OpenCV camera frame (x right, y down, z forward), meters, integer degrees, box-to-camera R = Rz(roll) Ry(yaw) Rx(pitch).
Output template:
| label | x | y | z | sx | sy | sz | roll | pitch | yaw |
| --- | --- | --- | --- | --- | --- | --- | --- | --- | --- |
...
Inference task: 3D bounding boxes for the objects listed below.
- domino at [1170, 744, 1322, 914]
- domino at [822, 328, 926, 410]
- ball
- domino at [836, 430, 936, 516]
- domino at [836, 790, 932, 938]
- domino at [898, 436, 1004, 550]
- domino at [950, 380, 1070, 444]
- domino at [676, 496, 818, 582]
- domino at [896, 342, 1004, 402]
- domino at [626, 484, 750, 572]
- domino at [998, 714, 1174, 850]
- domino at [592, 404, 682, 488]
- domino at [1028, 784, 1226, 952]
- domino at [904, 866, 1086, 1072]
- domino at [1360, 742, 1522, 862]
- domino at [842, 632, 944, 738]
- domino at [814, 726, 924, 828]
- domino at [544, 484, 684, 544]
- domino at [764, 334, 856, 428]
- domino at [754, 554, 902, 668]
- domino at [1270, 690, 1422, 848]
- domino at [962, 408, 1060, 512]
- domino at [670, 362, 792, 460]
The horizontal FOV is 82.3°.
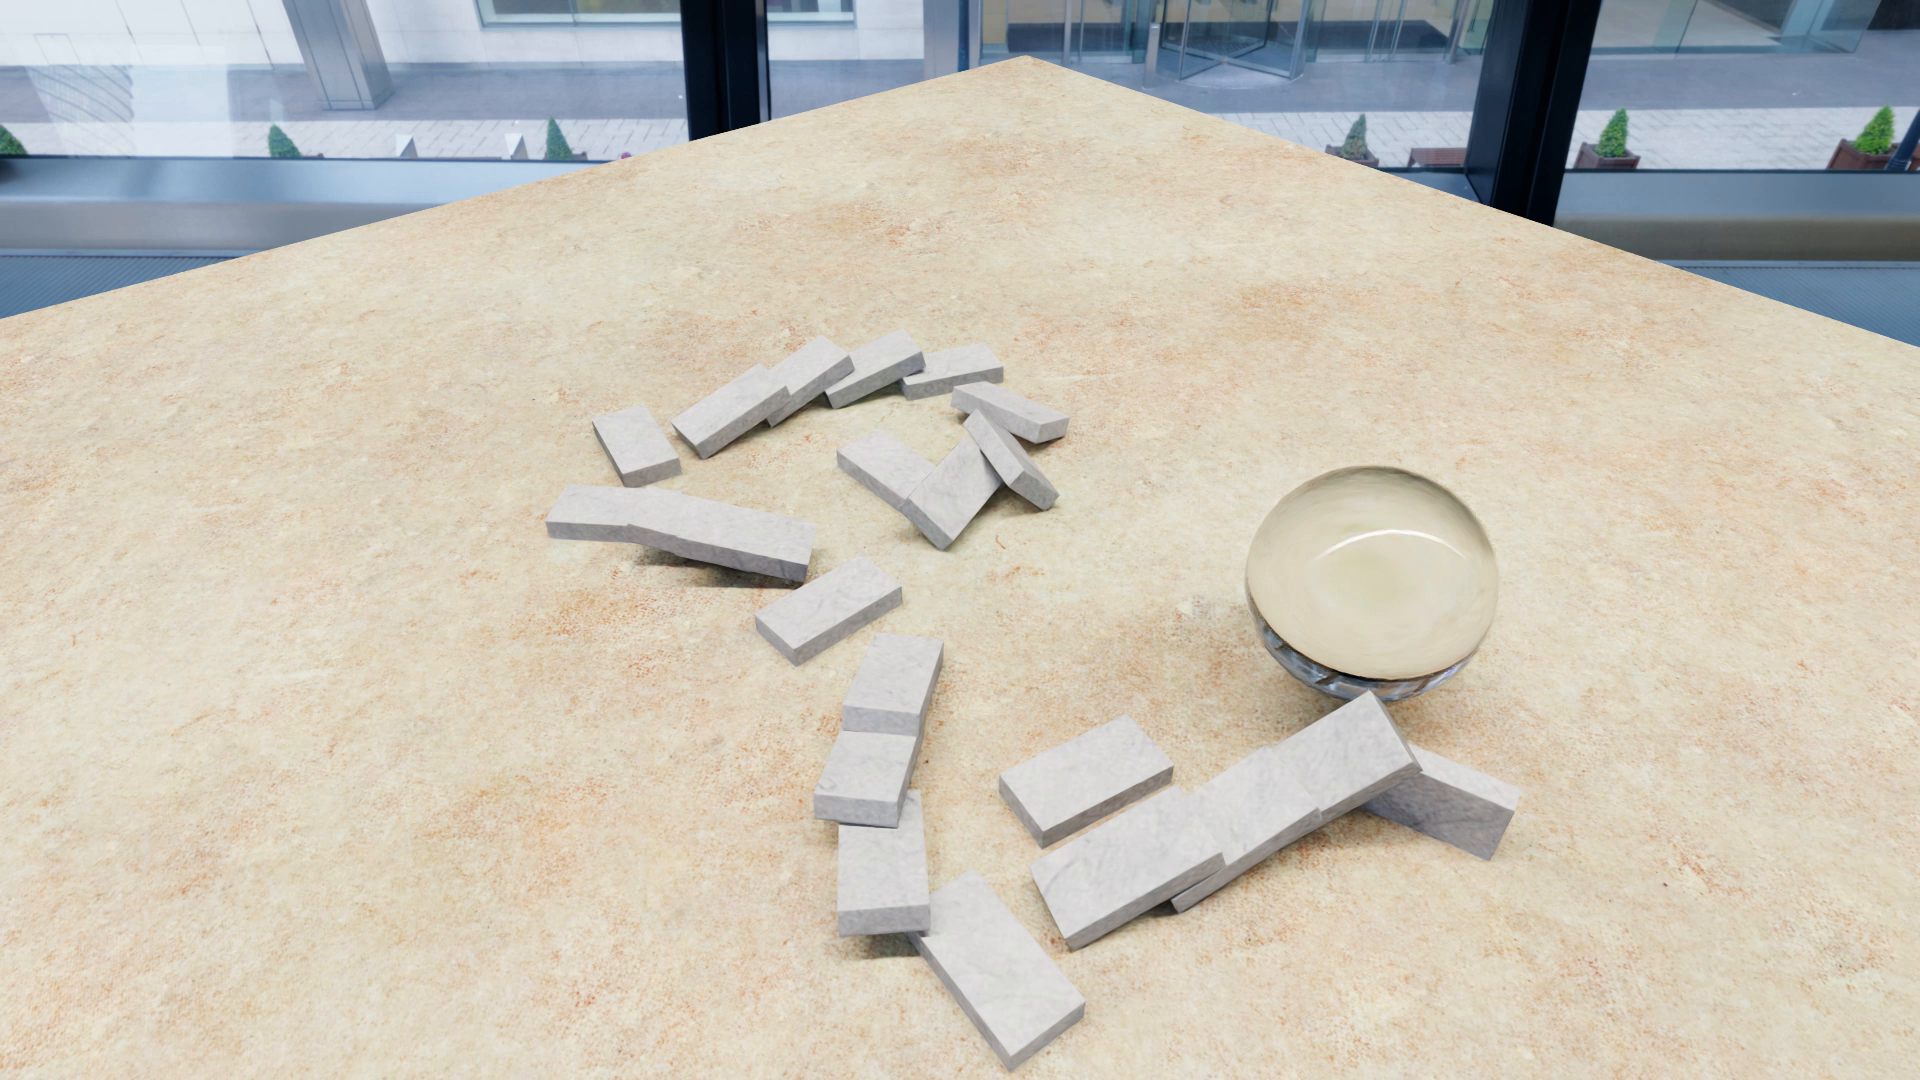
| label | x | y | z | sx | sy | sz | roll | pitch | yaw |
| --- | --- | --- | --- | --- | --- | --- | --- | --- | --- |
| domino | 0.078 | 0.085 | 0.325 | 0.050 | 0.010 | 0.025 | -32 | 45 | -2 |
| domino | -0.044 | -0.084 | 0.536 | 0.050 | 0.009 | 0.025 | -27 | 44 | -8 |
| ball | 0.137 | 0.015 | 0.370 | 0.080 | 0.080 | 0.080 | 0 | 39 | 0 |
| domino | -0.029 | -0.029 | 0.479 | 0.025 | 0.010 | 0.050 | -29 | 48 | -31 |
| domino | -0.023 | 0.093 | 0.320 | 0.025 | 0.010 | 0.050 | -3 | 24 | -4 |
| domino | -0.002 | -0.020 | 0.458 | 0.025 | 0.010 | 0.050 | 44 | 47 | -4 |
| domino | 0.023 | -0.060 | 0.511 | 0.050 | 0.009 | 0.025 | 27 | 28 | 29 |
| domino | -0.083 | 0.000 | 0.428 | 0.050 | 0.009 | 0.025 | 12 | 40 | -7 |
| domino | -0.006 | -0.084 | 0.546 | 0.050 | 0.009 | 0.025 | -13 | 41 | -16 |
| domino | -0.104 | -0.005 | 0.440 | 0.050 | 0.010 | 0.025 | 15 | 39 | -5 |
| domino | 0.040 | 0.076 | 0.351 | 0.050 | 0.010 | 0.025 | -20 | 44 | -23 |
| domino | -0.146 | -0.042 | 0.495 | 0.025 | 0.010 | 0.050 | -20 | 43 | -23 |
| domino | 0.048 | 0.094 | 0.316 | 0.050 | 0.010 | 0.025 | -28 | 44 | -3 |
| domino | 0.008 | 0.116 | 0.302 | 0.025 | 0.009 | 0.050 | -25 | 45 | -27 |
| domino | 0.141 | 0.077 | 0.337 | 0.050 | 0.025 | 0.009 | 21 | 44 | 24 |
| domino | -0.022 | 0.048 | 0.374 | 0.025 | 0.009 | 0.050 | 5 | 23 | 7 |
| domino | -0.028 | 0.070 | 0.347 | 0.025 | 0.010 | 0.050 | 4 | 23 | 6 |
| domino | -0.142 | -0.011 | 0.456 | 0.050 | 0.009 | 0.025 | 3 | 39 | 4 |
| domino | -0.078 | -0.076 | 0.526 | 0.050 | 0.010 | 0.025 | -38 | 50 | -16 |
| domino | -0.049 | 0.026 | 0.412 | 0.050 | 0.009 | 0.025 | -30 | 48 | -32 |
| domino | 0.109 | 0.070 | 0.332 | 0.050 | 0.010 | 0.025 | -37 | 46 | 20 |
| domino | 0.022 | -0.035 | 0.474 | 0.010 | 0.025 | 0.050 | -47 | 42 | 14 |
| domino | -0.105 | -0.060 | 0.506 | 0.050 | 0.009 | 0.025 | -37 | 50 | -17 |
